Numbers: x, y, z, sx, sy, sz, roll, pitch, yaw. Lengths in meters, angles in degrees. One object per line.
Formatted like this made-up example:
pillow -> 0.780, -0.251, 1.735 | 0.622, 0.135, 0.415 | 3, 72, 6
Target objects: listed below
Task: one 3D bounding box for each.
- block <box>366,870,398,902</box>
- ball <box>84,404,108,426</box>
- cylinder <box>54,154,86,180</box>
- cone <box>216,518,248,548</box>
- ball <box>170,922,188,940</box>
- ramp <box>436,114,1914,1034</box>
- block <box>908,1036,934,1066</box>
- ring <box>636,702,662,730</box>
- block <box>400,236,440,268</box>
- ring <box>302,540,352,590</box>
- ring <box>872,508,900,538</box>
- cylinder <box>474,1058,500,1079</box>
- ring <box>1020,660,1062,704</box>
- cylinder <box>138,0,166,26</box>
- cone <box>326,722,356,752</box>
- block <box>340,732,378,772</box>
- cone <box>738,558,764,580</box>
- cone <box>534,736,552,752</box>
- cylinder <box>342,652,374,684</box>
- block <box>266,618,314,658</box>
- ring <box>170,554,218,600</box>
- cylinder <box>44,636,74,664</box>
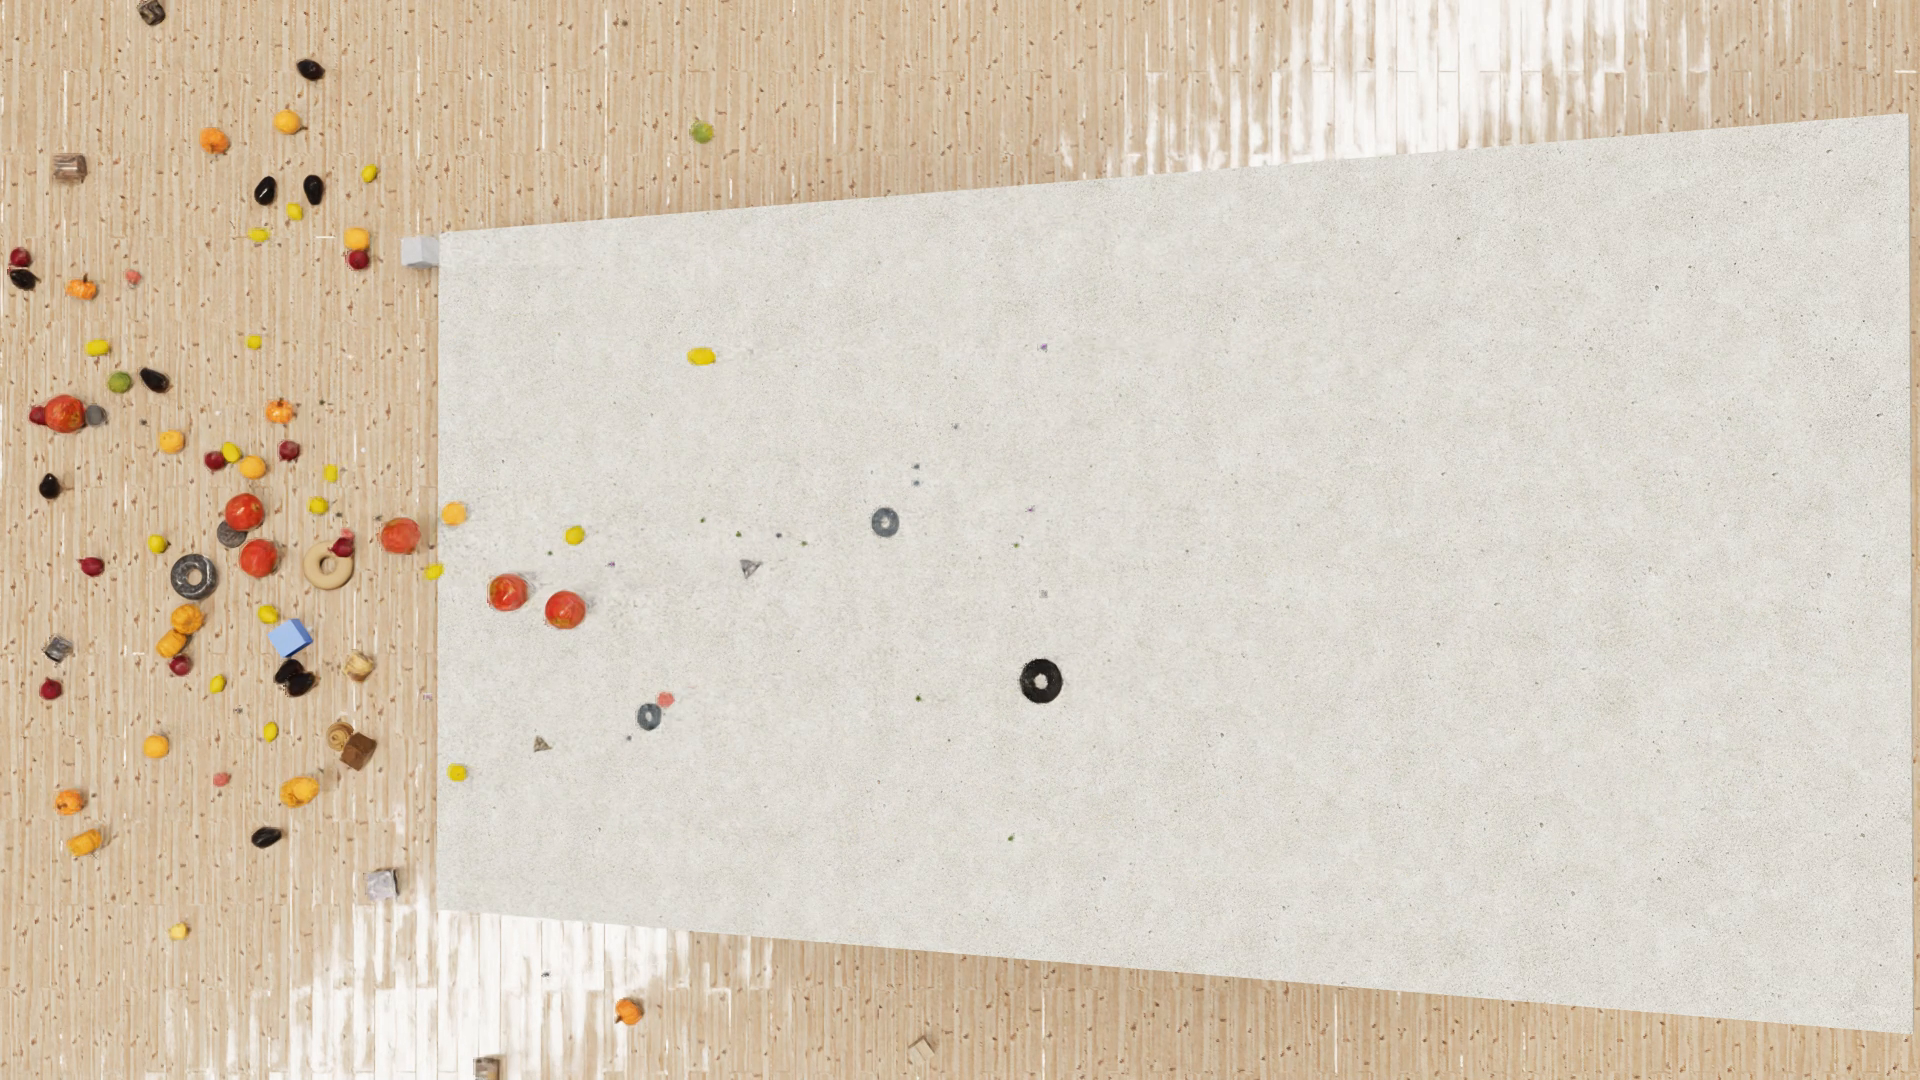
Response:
block -> -1.715, 1.026, 6.532 | 0.078, 0.078, 0.078 | -9, 83, -10
ball -> -2.580, -0.371, 6.563 | 0.066, 0.066, 0.066 | 0, 89, 0
cylinder -> -2.660, -1.114, 6.569 | 0.073, 0.073, 0.073 | -10, 89, -16
cone -> -2.183, -0.022, 6.547 | 0.092, 0.092, 0.092 | 0, 89, 0
ball -> -2.327, 1.167, 6.554 | 0.051, 0.051, 0.051 | 0, 89, 0
ramp -> 0.281, 0.081, 5.683 | 4.000, 0.100, 2.000 | 0, 89, 26
block -> -0.115, 1.520, 6.547 | 0.057, 0.057, 0.057 | -36, 89, 0
ring -> -0.871, 0.495, 6.160 | 0.080, 0.027, 0.080 | -1, 88, 27
block -> -1.594, -0.851, 6.496 | 0.077, 0.077, 0.077 | -7, 86, 29
ring -> -1.888, 0.076, 6.568 | 0.149, 0.050, 0.149 | 0, 89, -1
ring -> -0.199, -0.046, 5.843 | 0.083, 0.028, 0.083 | 0, 90, 25
cylinder -> -1.408, 1.584, 6.540 | 0.070, 0.070, 0.070 | 9, 74, 0
ring -> 0.208, 0.363, 5.638 | 0.116, 0.039, 0.116 | 0, 90, 25
cylinder -> -2.418, -1.579, 6.582 | 0.057, 0.057, 0.057 | -29, 89, 0
cone -> -1.854, 0.588, 6.541 | 0.090, 0.090, 0.090 | 0, 89, 0
block -> -1.788, 0.629, 6.538 | 0.069, 0.069, 0.069 | 30, 119, 1
cone -> -0.566, 0.071, 6.018 | 0.061, 0.061, 0.061 | -19, 89, -3
cone -> -1.194, 0.593, 6.316 | 0.051, 0.051, 0.051 | 13, 89, -2
cylinder -> -1.793, 0.381, 6.553 | 0.070, 0.070, 0.070 | 32, 90, 0
block -> -1.994, 0.292, 6.548 | 0.084, 0.084, 0.084 | -33, 89, 0
ring -> -2.288, 0.110, 6.569 | 0.141, 0.047, 0.141 | 0, 90, 0
cylinder -> -2.688, 0.326, 6.559 | 0.060, 0.060, 0.060 | 36, 89, 0
